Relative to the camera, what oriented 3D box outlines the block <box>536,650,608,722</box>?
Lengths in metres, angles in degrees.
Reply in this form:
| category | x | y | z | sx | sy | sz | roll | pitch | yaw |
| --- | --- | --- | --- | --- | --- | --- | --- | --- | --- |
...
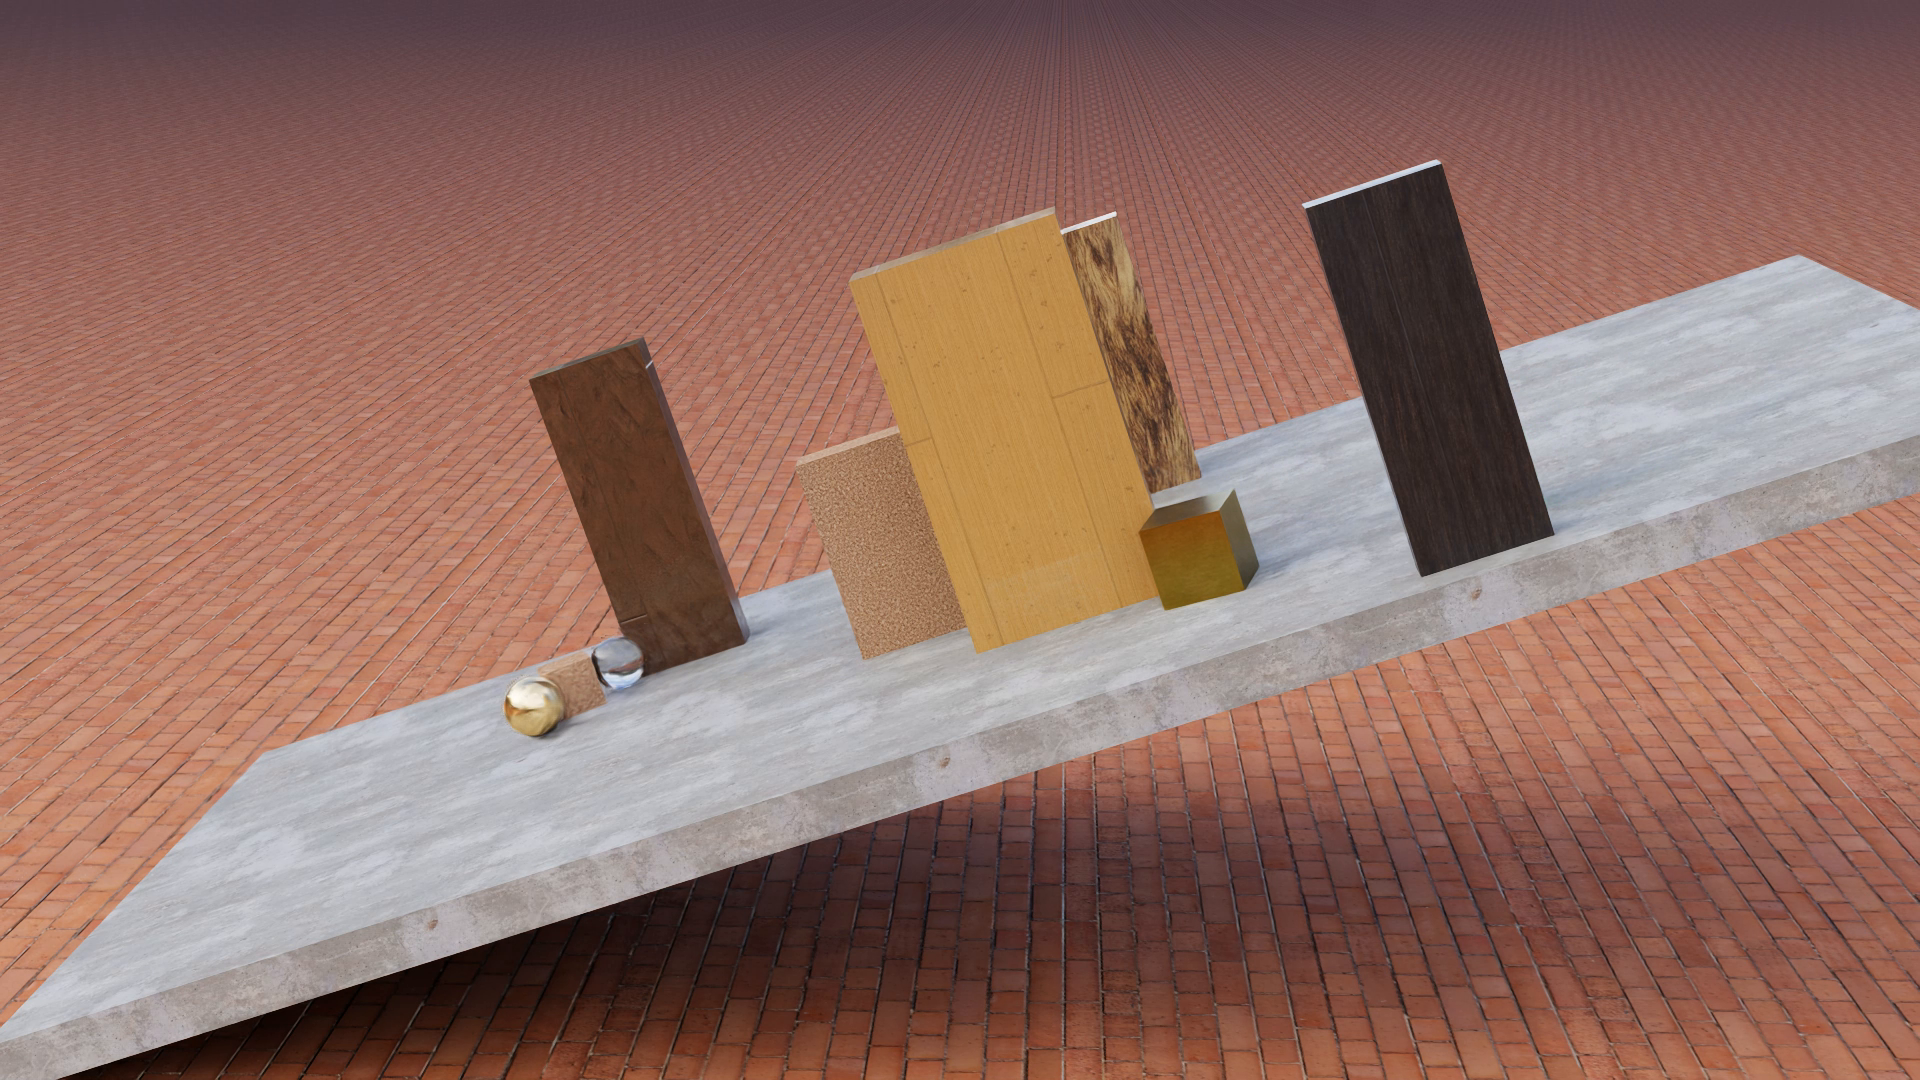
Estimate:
| category | x | y | z | sx | sy | sz | roll | pitch | yaw |
| --- | --- | --- | --- | --- | --- | --- | --- | --- | --- |
| block | -0.882 | 0.331 | 6.683 | 0.114 | 0.114 | 0.114 | -21 | 11 | -12 |

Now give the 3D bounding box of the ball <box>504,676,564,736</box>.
| category | x | y | z | sx | sy | sz | roll | pitch | yaw |
| --- | --- | --- | --- | --- | --- | --- | --- | --- | --- |
| ball | -0.948 | 0.370 | 6.544 | 0.134 | 0.134 | 0.134 | 0 | 12 | 0 |

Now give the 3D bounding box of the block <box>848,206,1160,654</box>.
| category | x | y | z | sx | sy | sz | roll | pitch | yaw |
| --- | --- | --- | --- | --- | --- | --- | --- | --- | --- |
| block | 0.112 | -0.219 | 5.894 | 0.426 | 0.791 | 0.147 | -18 | 11 | 6 |

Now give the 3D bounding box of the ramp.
| category | x | y | z | sx | sy | sz | roll | pitch | yaw |
| --- | --- | --- | --- | --- | --- | --- | --- | --- | --- |
| ramp | 0.106 | 0.181 | 6.306 | 4.000 | 0.100 | 2.000 | -18 | 11 | 6 |

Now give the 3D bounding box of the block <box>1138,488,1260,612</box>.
| category | x | y | z | sx | sy | sz | roll | pitch | yaw |
| --- | --- | --- | --- | --- | --- | --- | --- | --- | --- |
| block | 0.471 | 0.018 | 5.773 | 0.167 | 0.167 | 0.167 | -15 | 11 | 19 |

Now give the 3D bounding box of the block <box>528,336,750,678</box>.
| category | x | y | z | sx | sy | sz | roll | pitch | yaw |
| --- | --- | --- | --- | --- | --- | --- | --- | --- | --- |
| block | -0.734 | -0.073 | 6.775 | 0.263 | 0.735 | 0.109 | -18 | 11 | 6 |

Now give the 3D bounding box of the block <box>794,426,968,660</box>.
| category | x | y | z | sx | sy | sz | roll | pitch | yaw |
| --- | --- | --- | --- | --- | --- | --- | --- | --- | --- |
| block | -0.078 | -0.023 | 6.195 | 0.410 | 0.438 | 0.107 | -18 | 11 | 6 |

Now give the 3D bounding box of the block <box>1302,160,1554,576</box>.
| category | x | y | z | sx | sy | sz | roll | pitch | yaw |
| --- | --- | --- | --- | --- | --- | --- | --- | --- | --- |
| block | 0.844 | -0.306 | 5.300 | 0.251 | 0.705 | 0.081 | -18 | 11 | 6 |

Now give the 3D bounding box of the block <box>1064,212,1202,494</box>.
| category | x | y | z | sx | sy | sz | roll | pitch | yaw |
| --- | --- | --- | --- | --- | --- | --- | --- | --- | --- |
| block | 0.296 | -0.401 | 6.885 | 0.356 | 0.644 | 0.106 | -18 | 11 | 6 |

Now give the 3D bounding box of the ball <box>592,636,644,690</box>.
| category | x | y | z | sx | sy | sz | roll | pitch | yaw |
| --- | --- | --- | --- | --- | --- | --- | --- | --- | --- |
| ball | -0.784 | 0.282 | 6.735 | 0.122 | 0.122 | 0.122 | 0 | 12 | 0 |
